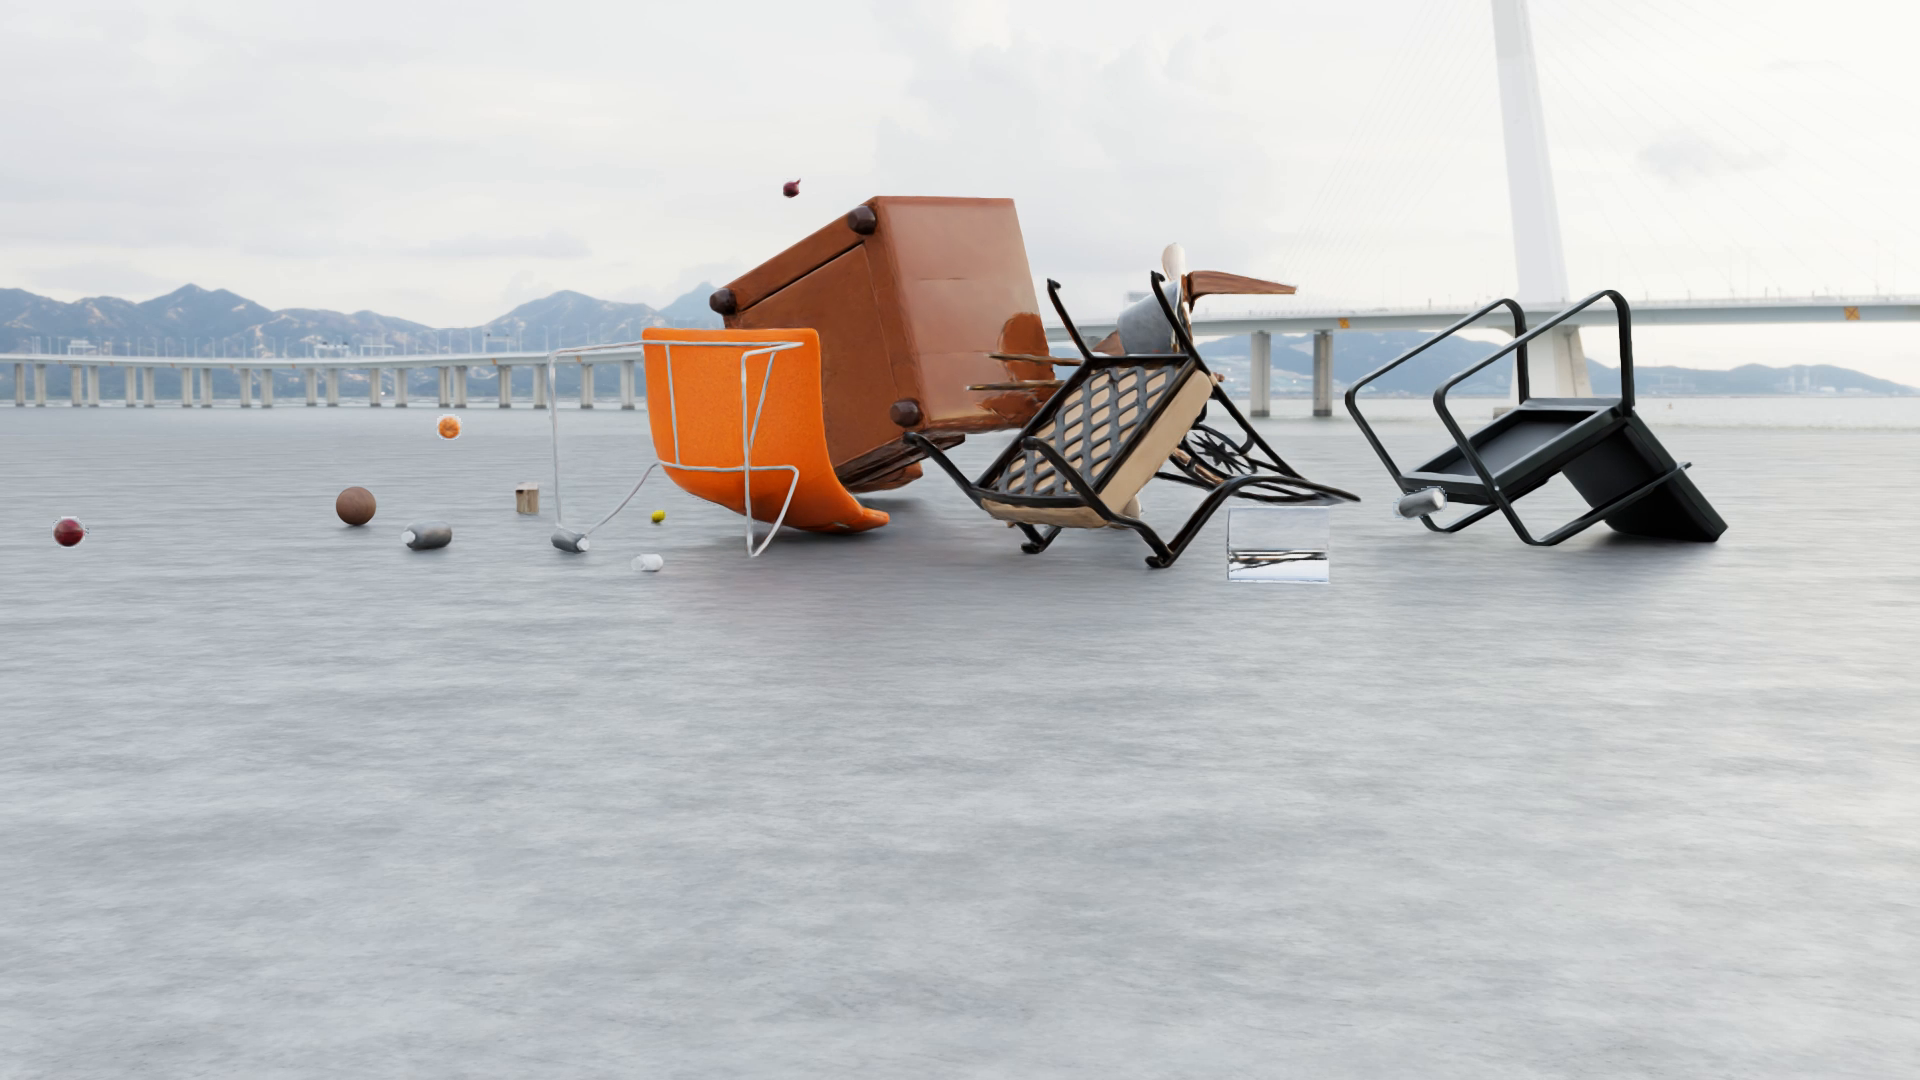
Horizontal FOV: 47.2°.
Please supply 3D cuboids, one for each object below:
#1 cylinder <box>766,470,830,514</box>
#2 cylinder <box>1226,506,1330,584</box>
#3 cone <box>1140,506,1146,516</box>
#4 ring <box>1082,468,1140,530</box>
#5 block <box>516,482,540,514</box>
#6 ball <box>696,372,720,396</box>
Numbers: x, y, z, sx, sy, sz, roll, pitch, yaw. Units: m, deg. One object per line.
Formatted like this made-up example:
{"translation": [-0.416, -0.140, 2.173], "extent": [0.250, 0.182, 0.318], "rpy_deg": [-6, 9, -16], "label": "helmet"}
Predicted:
{"translation": [-0.580, -0.170, 7.878], "extent": [0.218, 0.167, 0.136], "rpy_deg": [0, 38, 0], "label": "cylinder"}
{"translation": [0.739, 0.011, 5.098], "extent": [0.230, 0.178, 0.169], "rpy_deg": [1, 4, 10], "label": "cylinder"}
{"translation": [0.563, -0.097, 7.153], "extent": [0.099, 0.130, 0.050], "rpy_deg": [13, 15, 27], "label": "cone"}
{"translation": [0.477, -0.130, 6.956], "extent": [0.170, 0.242, 0.087], "rpy_deg": [-10, 38, 42], "label": "ring"}
{"translation": [-1.562, -0.153, 7.950], "extent": [0.075, 0.095, 0.066], "rpy_deg": [0, 25, -6], "label": "block"}
{"translation": [-0.926, -0.572, 8.103], "extent": [0.089, 0.089, 0.089], "rpy_deg": [0, 4, 0], "label": "ball"}
